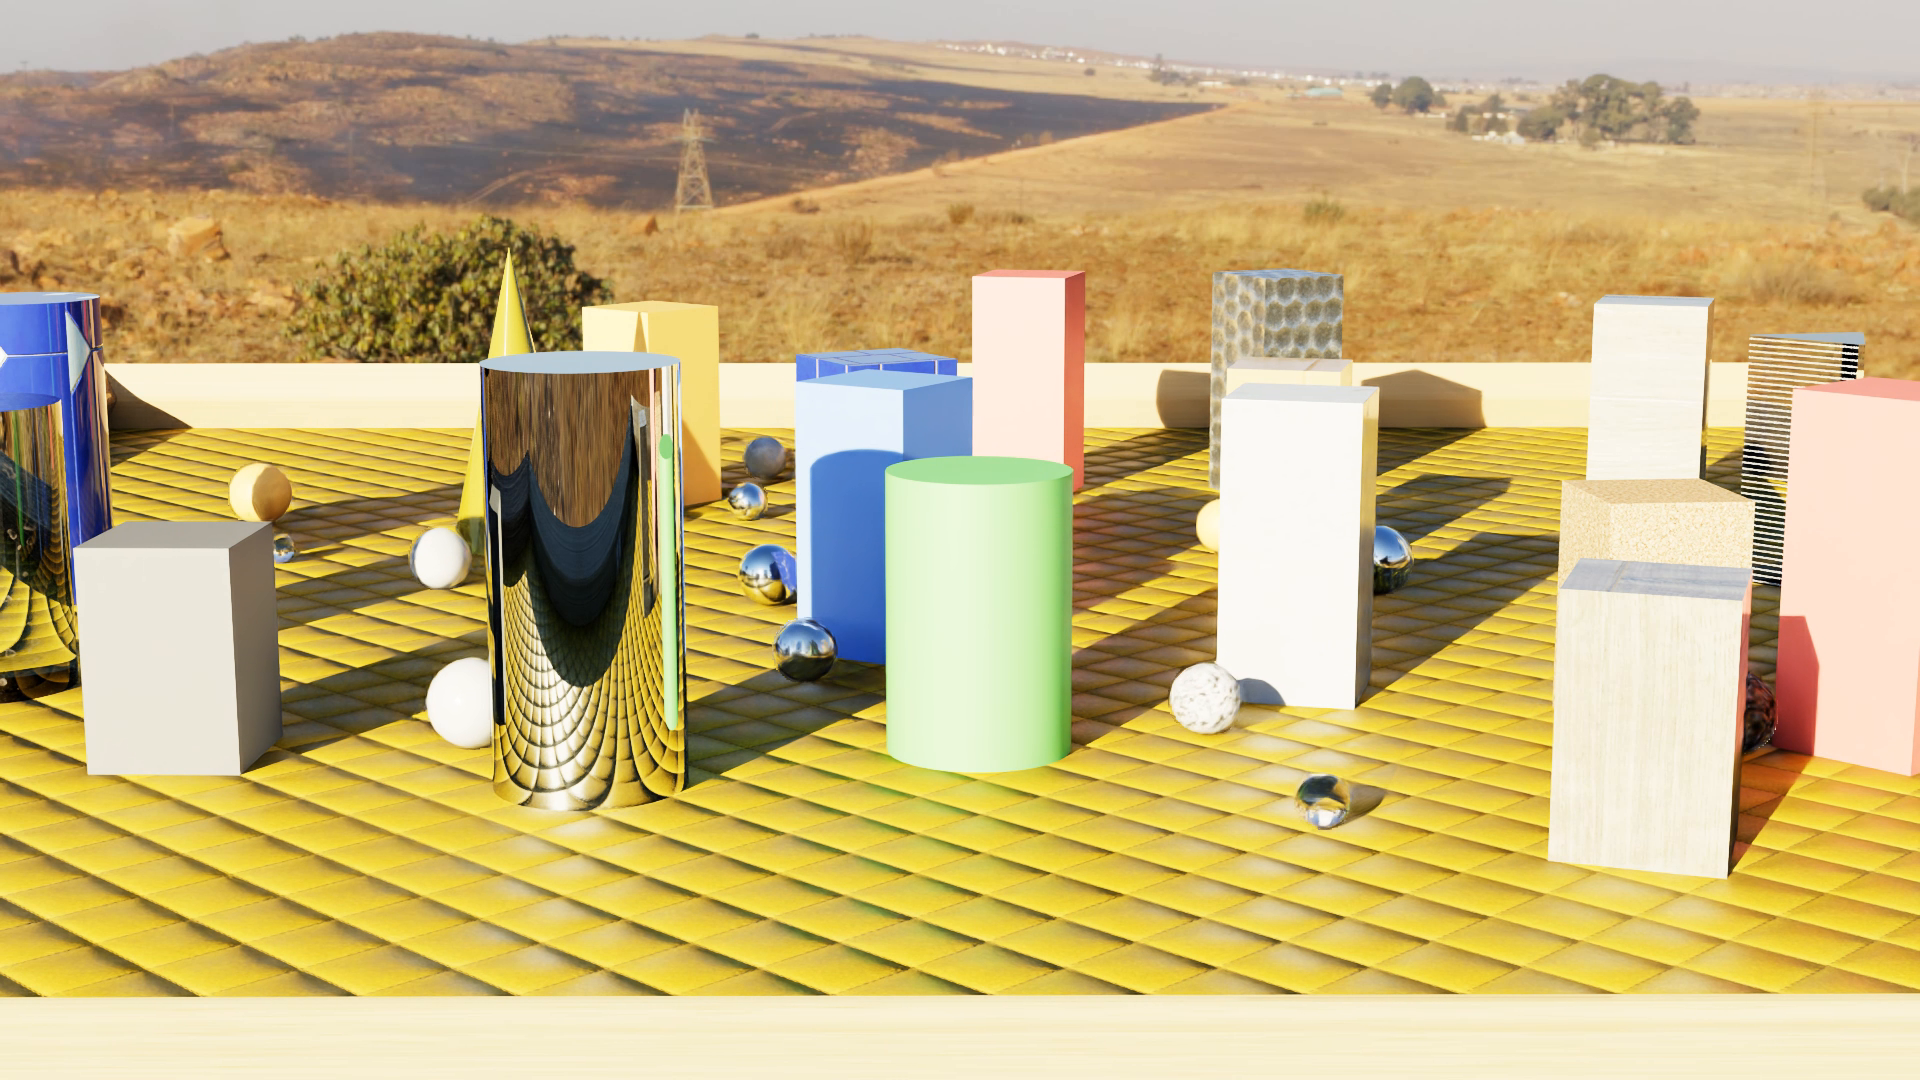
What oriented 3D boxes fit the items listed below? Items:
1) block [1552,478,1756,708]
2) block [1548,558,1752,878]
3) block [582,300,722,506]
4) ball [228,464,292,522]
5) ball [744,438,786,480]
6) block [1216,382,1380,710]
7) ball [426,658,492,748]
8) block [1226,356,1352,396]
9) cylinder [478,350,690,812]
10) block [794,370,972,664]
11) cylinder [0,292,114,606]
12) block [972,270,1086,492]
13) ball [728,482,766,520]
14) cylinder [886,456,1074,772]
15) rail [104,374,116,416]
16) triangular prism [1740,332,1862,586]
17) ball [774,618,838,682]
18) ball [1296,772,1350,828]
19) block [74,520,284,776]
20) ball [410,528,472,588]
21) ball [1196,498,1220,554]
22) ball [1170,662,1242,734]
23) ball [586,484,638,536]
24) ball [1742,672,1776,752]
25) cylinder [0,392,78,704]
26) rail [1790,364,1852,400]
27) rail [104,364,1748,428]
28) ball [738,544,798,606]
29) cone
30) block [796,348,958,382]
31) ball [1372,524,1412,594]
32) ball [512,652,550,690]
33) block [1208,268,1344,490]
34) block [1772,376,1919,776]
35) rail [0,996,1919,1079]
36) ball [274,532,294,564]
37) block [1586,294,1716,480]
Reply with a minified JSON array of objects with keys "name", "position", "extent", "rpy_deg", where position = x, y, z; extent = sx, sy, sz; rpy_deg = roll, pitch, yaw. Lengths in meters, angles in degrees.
[{"name":"block","position":[0.769,0.075,2.857],"extent":[0.160,0.264,0.160],"rpy_deg":[-1,11,-6]},{"name":"block","position":[0.648,0.162,2.405],"extent":[0.160,0.258,0.160],"rpy_deg":[4,11,20]},{"name":"block","position":[-0.519,-0.229,4.328],"extent":[0.160,0.329,0.160],"rpy_deg":[9,14,40]},{"name":"ball","position":[-1.125,-0.074,4.123],"extent":[0.098,0.098,0.098],"rpy_deg":[0,10,0]},{"name":"ball","position":[-0.347,-0.146,4.573],"extent":[0.075,0.075,0.075],"rpy_deg":[0,10,0]},{"name":"block","position":[0.396,0.003,3.004],"extent":[0.160,0.353,0.160],"rpy_deg":[3,11,15]},{"name":"ball","position":[-0.527,0.176,2.773],"extent":[0.097,0.097,0.097],"rpy_deg":[0,10,0]},{"name":"block","position":[0.476,-0.103,3.715],"extent":[0.160,0.304,0.160],"rpy_deg":[3,11,14]},{"name":"cylinder","position":[-0.379,0.036,2.598],"extent":[0.200,0.435,0.200],"rpy_deg":[0,10,0]},{"name":"block","position":[-0.094,-0.032,3.222],"extent":[0.160,0.342,0.160],"rpy_deg":[7,12,32]},{"name":"cylinder","position":[-1.279,-0.127,3.539],"extent":[0.200,0.414,0.200],"rpy_deg":[0,10,0]},{"name":"block","position":[0.119,-0.271,4.426],"extent":[0.160,0.375,0.160],"rpy_deg":[3,11,15]},{"name":"ball","position":[-0.345,-0.062,4.159],"extent":[0.061,0.061,0.061],"rpy_deg":[0,10,0]},{"name":"cylinder","position":[0.020,0.075,2.748],"extent":[0.200,0.304,0.200],"rpy_deg":[0,10,0]},{"name":"rail","position":[-1.710,0.035,3.439],"extent":[0.045,0.130,3.606],"rpy_deg":[0,10,0]},{"name":"triangular prism","position":[1.227,-0.114,3.639],"extent":[0.150,0.352,0.173],"rpy_deg":[-9,14,-41]},{"name":"ball","position":[-0.185,0.132,3.068],"extent":[0.076,0.076,0.076],"rpy_deg":[0,10,0]},{"name":"ball","position":[0.351,0.252,2.482],"extent":[0.053,0.053,0.053],"rpy_deg":[0,10,0]},{"name":"block","position":[-0.827,0.112,2.726],"extent":[0.160,0.240,0.160],"rpy_deg":[0,10,1]},{"name":"ball","position":[-0.731,0.026,3.616],"extent":[0.086,0.086,0.086],"rpy_deg":[0,10,0]},{"name":"ball","position":[0.399,-0.021,3.878],"extent":[0.083,0.083,0.083],"rpy_deg":[0,10,0]},{"name":"ball","position":[0.271,0.175,2.830],"extent":[0.078,0.078,0.078],"rpy_deg":[0,10,0]},{"name":"ball","position":[-0.545,-0.047,4.019],"extent":[0.082,0.082,0.082],"rpy_deg":[0,10,0]},{"name":"ball","position":[0.831,0.183,2.756],"extent":[0.088,0.088,0.088],"rpy_deg":[0,10,0]},{"name":"cylinder","position":[-1.154,0.007,3.023],"extent":[0.200,0.339,0.200],"rpy_deg":[0,10,0]},{"name":"rail","position":[1.710,0.032,3.458],"extent":[0.045,0.130,3.606],"rpy_deg":[0,10,0]},{"name":"rail","position":[-0.010,-0.290,5.198],"extent":[3.468,0.130,0.045],"rpy_deg":[0,10,0]},{"name":"ball","position":[-0.261,0.047,3.505],"extent":[0.084,0.084,0.084],"rpy_deg":[0,10,0]},{"name":"cone","position":[-0.682,-0.219,3.919],"extent":[0.200,0.457,0.200],"rpy_deg":[0,10,0]},{"name":"block","position":[-0.113,-0.077,3.469],"extent":[0.160,0.342,0.160],"rpy_deg":[-6,12,-30]},{"name":"ball","position":[0.579,0.027,3.576],"extent":[0.097,0.097,0.097],"rpy_deg":[0,10,0]},{"name":"ball","position":[-0.508,0.154,3.035],"extent":[0.044,0.044,0.044],"rpy_deg":[0,10,0]},{"name":"block","position":[0.543,-0.270,4.416],"extent":[0.160,0.377,0.160],"rpy_deg":[-5,12,-27]},{"name":"block","position":[0.993,0.033,2.740],"extent":[0.160,0.390,0.160],"rpy_deg":[-9,14,-41]},{"name":"rail","position":[0.010,0.357,1.699],"extent":[3.468,0.130,0.045],"rpy_deg":[0,10,0]},{"name":"ball","position":[-1.009,0.012,3.799],"extent":[0.046,0.046,0.046],"rpy_deg":[0,10,0]},{"name":"block","position":[1.027,-0.165,3.825],"extent":[0.160,0.384,0.160],"rpy_deg":[4,11,19]}]
